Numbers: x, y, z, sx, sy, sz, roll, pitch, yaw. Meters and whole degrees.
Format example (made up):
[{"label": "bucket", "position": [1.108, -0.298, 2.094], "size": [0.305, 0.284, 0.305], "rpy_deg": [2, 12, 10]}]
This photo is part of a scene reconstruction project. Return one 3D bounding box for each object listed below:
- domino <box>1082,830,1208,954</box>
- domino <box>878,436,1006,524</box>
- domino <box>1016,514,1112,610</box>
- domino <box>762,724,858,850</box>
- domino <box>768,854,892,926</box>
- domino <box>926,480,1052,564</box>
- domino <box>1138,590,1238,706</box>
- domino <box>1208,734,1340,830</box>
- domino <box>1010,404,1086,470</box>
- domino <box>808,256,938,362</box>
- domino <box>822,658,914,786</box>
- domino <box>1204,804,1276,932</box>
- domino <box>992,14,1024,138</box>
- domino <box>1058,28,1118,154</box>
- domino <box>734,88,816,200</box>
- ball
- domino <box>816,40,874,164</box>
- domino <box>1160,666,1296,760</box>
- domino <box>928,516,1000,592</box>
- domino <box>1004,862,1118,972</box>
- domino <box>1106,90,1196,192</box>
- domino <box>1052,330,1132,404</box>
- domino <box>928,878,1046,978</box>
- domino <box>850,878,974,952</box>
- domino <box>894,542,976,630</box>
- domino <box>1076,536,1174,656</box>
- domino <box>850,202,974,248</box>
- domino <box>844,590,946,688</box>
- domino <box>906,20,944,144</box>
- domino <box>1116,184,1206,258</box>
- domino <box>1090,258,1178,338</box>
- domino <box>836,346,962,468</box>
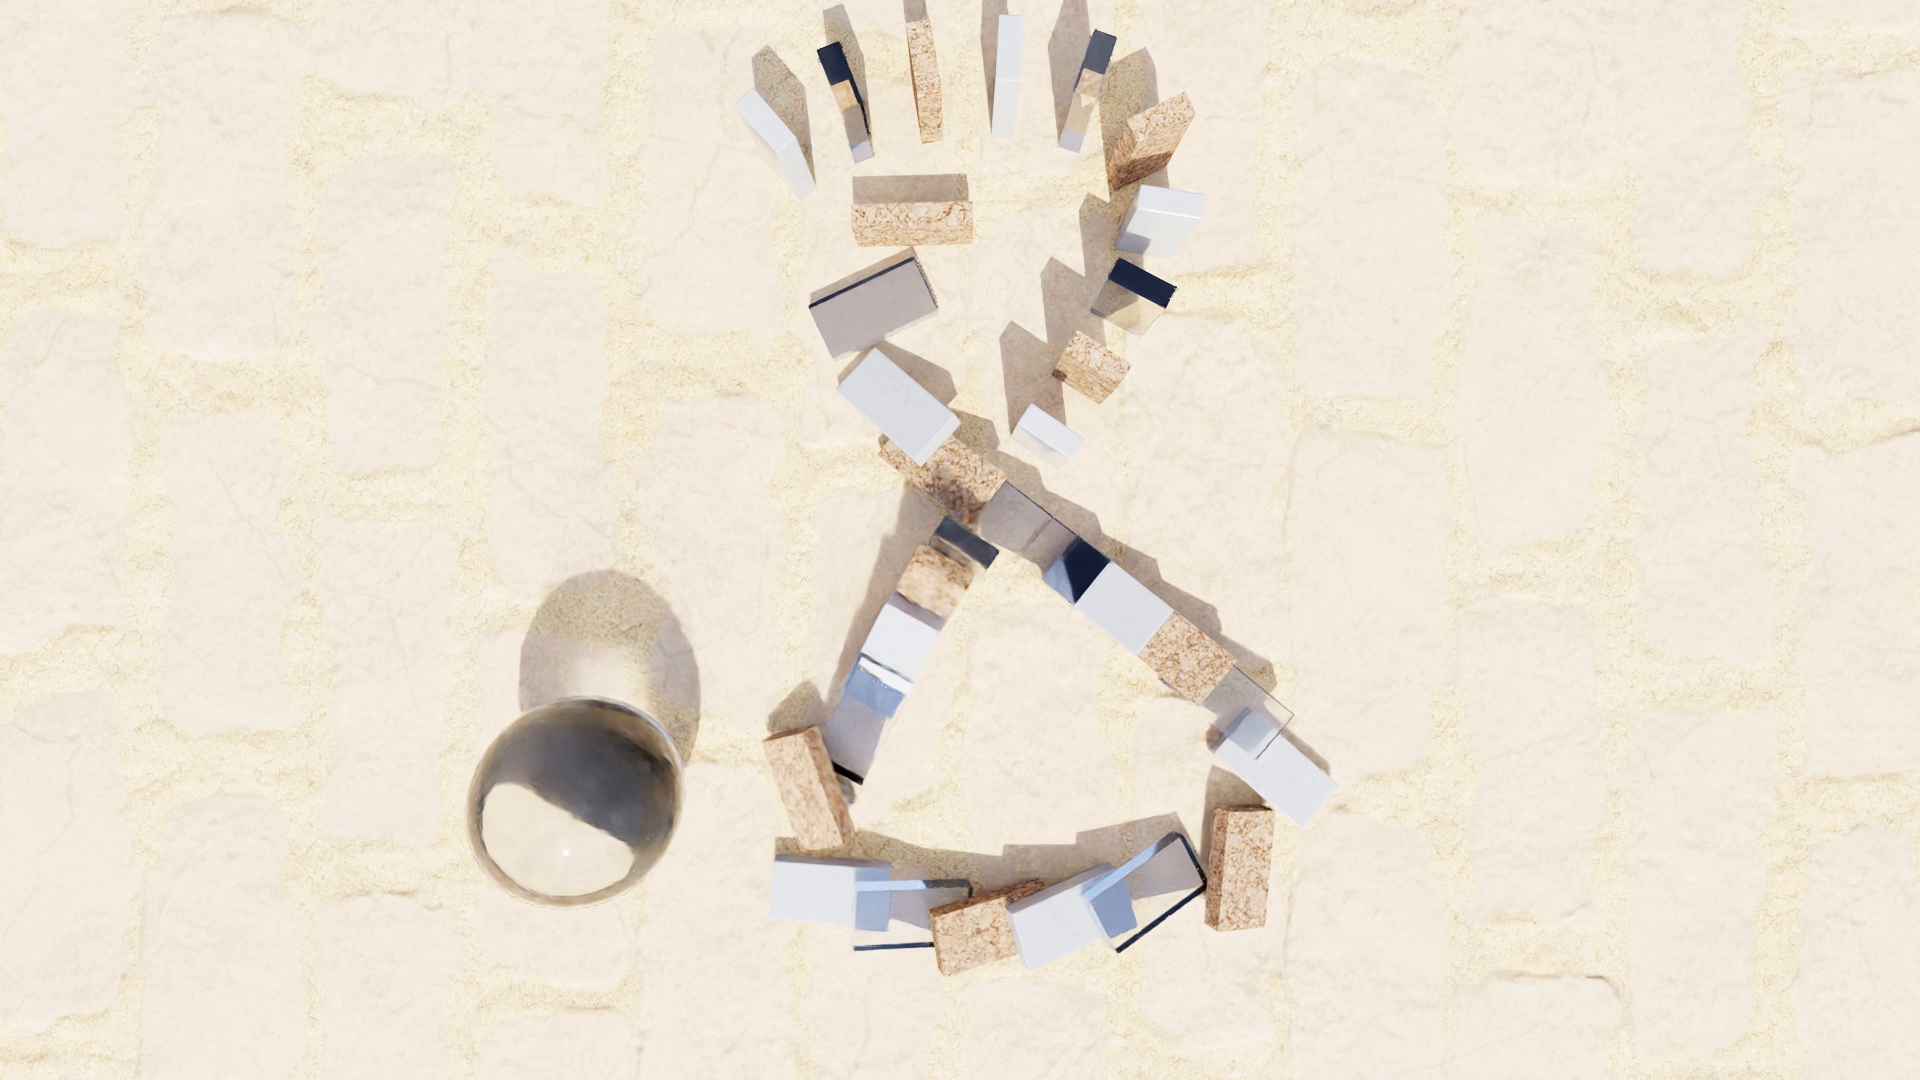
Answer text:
[{"label": "domino", "position": [0.079, 0.149, 0.388], "size": [0.050, 0.010, 0.025], "rpy_deg": [-28, 90, -17]}, {"label": "domino", "position": [-0.008, -0.031, 0.386], "size": [0.050, 0.010, 0.025], "rpy_deg": [37, 89, 22]}, {"label": "domino", "position": [0.036, 0.004, 0.388], "size": [0.050, 0.009, 0.025], "rpy_deg": [39, 90, 17]}, {"label": "domino", "position": [-0.064, 0.105, 0.388], "size": [0.025, 0.009, 0.050], "rpy_deg": [-18, 92, 33]}, {"label": "domino", "position": [-0.056, 0.151, 0.395], "size": [0.050, 0.009, 0.025], "rpy_deg": [4, 90, 0]}, {"label": "domino", "position": [0.011, -0.015, 0.388], "size": [0.050, 0.010, 0.025], "rpy_deg": [39, 90, 17]}, {"label": "domino", "position": [0.089, 0.044, 0.388], "size": [0.050, 0.009, 0.025], "rpy_deg": [40, 90, 17]}, {"label": "domino", "position": [0.135, 0.098, 0.395], "size": [0.050, 0.009, 0.025], "rpy_deg": [41, 90, 0]}, {"label": "domino", "position": [0.035, -0.042, 0.375], "size": [0.025, 0.050, 0.010], "rpy_deg": [34, 90, 0]}, {"label": "domino", "position": [-0.037, -0.099, 0.395], "size": [0.050, 0.010, 0.025], "rpy_deg": [-25, 90, 0]}, {"label": "domino", "position": [-0.041, 0.077, 0.386], "size": [0.025, 0.009, 0.050], "rpy_deg": [28, 111, 0]}, {"label": "domino", "position": [0.119, 0.139, 0.391], "size": [0.025, 0.009, 0.050], "rpy_deg": [5, 90, -23]}, {"label": "domino", "position": [0.019, -0.188, 0.375], "size": [0.009, 0.050, 0.025], "rpy_deg": [3, 90, 0]}, {"label": "domino", "position": [0.052, -0.182, 0.375], "size": [0.009, 0.050, 0.025], "rpy_deg": [19, 90, 0]}, {"label": "domino", "position": [-0.074, -0.160, 0.375], "size": [0.009, 0.050, 0.025], "rpy_deg": [-41, 90, 0]}, {"label": "ball", "position": [-0.149, 0.101, 0.360], "size": [0.080, 0.080, 0.080], "rpy_deg": [0, 90, 0]}, {"label": "domino", "position": [-0.046, -0.177, 0.375], "size": [0.010, 0.050, 0.025], "rpy_deg": [-21, 90, 0]}, {"label": "domino", "position": [0.113, 0.067, 0.389], "size": [0.050, 0.010, 0.025], "rpy_deg": [40, 90, 15]}, {"label": "domino", "position": [-0.001, 0.007, 0.375], "size": [0.025, 0.050, 0.010], "rpy_deg": [33, 75, 0]}, {"label": "domino", "position": [0.046, 0.159, 0.388], "size": [0.050, 0.009, 0.025], "rpy_deg": [-17, 90, -17]}, {"label": "domino", "position": [0.077, -0.162, 0.375], "size": [0.025, 0.050, 0.010], "rpy_deg": [-26, 90, 0]}, {"label": "domino", "position": [0.053, -0.069, 0.375], "size": [0.025, 0.050, 0.009], "rpy_deg": [32, 90, 0]}, {"label": "domino", "position": [0.014, 0.164, 0.388], "size": [0.050, 0.010, 0.025], "rpy_deg": [-9, 90, -18]}, {"label": "domino", "position": [-0.021, 0.159, 0.389], "size": [0.050, 0.009, 0.025], "rpy_deg": [4, 90, -16]}, {"label": "domino", "position": [-0.014, 0.024, 0.378], "size": [0.025, 0.050, 0.010], "rpy_deg": [29, 49, 0]}, {"label": "domino", "position": [0.063, 0.024, 0.388], "size": [0.050, 0.009, 0.025], "rpy_deg": [40, 90, 17]}, {"label": "domino", "position": [-0.020, -0.133, 0.388], "size": [0.050, 0.025, 0.009], "rpy_deg": [-1, 90, 0]}, {"label": "domino", "position": [-0.028, 0.048, 0.383], "size": [0.025, 0.009, 0.050], "rpy_deg": [29, 121, 0]}, {"label": "domino", "position": [-0.014, -0.186, 0.375], "size": [0.009, 0.050, 0.025], "rpy_deg": [-10, 90, 0]}, {"label": "domino", "position": [0.081, -0.129, 0.375], "size": [0.025, 0.050, 0.010], "rpy_deg": [9, 90, 0]}, {"label": "domino", "position": [0.070, -0.098, 0.375], "size": [0.025, 0.050, 0.009], "rpy_deg": [27, 90, 0]}, {"label": "domino", "position": [-0.026, -0.056, 0.387], "size": [0.050, 0.009, 0.025], "rpy_deg": [43, 90, 21]}]
